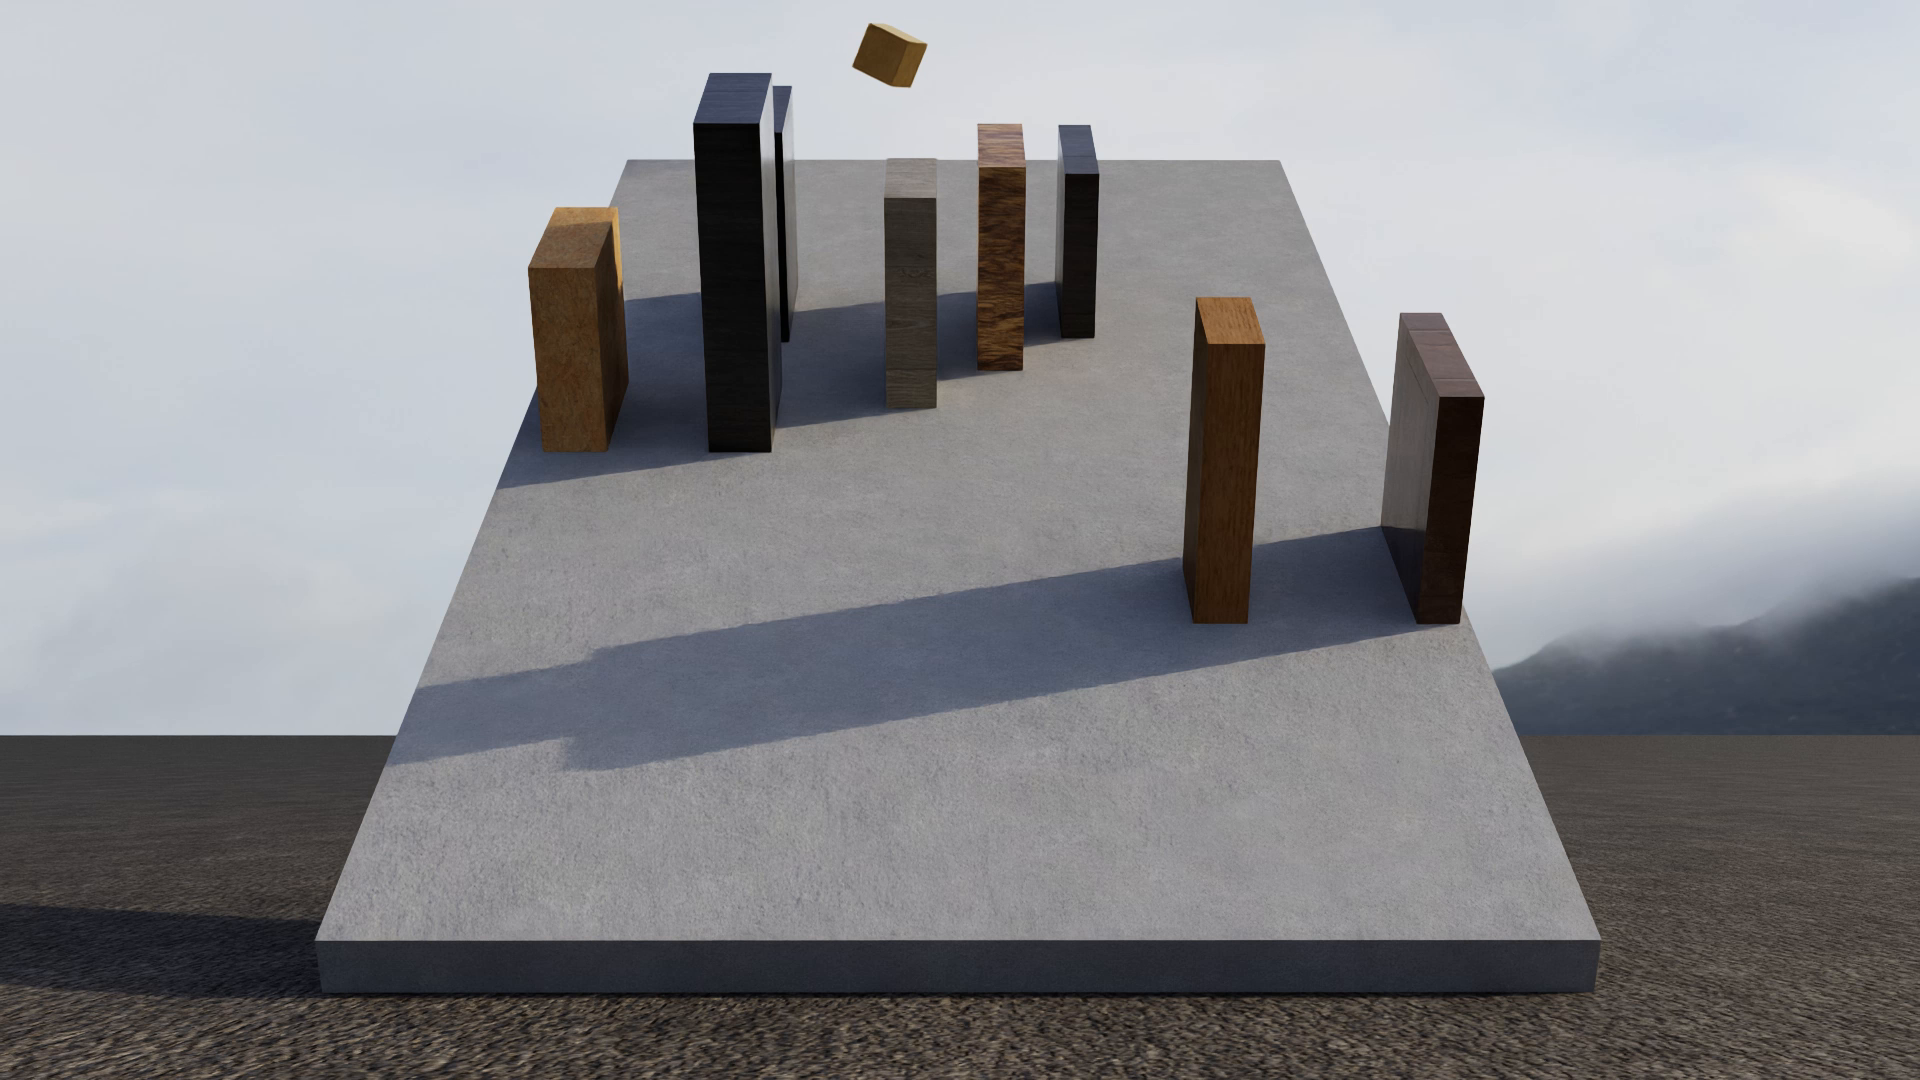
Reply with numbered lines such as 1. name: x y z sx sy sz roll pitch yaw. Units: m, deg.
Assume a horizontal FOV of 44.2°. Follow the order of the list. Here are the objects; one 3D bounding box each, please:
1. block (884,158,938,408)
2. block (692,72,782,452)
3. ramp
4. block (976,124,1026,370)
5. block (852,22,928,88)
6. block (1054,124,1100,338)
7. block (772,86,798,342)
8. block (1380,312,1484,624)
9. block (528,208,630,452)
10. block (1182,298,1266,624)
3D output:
1. block: -0.113 -0.605 5.553 0.117 0.513 0.295 0 27 0
2. block: -0.493 -0.624 5.315 0.140 0.759 0.394 0 27 0
3. ramp: -0.010 -0.228 5.485 2.000 0.100 4.000 0 27 0
4. block: 0.098 -0.719 5.785 0.110 0.512 0.351 0 27 0
5. block: -0.215 -1.491 7.277 0.146 0.146 0.146 29 19 16
6. block: 0.296 -0.790 6.020 0.083 0.429 0.410 0 27 0
7. block: -0.476 -0.826 5.965 0.099 0.539 0.408 0 27 0
8. block: 0.930 -0.148 4.684 0.084 0.479 0.433 0 27 0
9. block: -0.865 -0.485 5.395 0.144 0.437 0.409 0 27 0
10. block: 0.506 -0.152 4.573 0.105 0.584 0.240 0 27 0
